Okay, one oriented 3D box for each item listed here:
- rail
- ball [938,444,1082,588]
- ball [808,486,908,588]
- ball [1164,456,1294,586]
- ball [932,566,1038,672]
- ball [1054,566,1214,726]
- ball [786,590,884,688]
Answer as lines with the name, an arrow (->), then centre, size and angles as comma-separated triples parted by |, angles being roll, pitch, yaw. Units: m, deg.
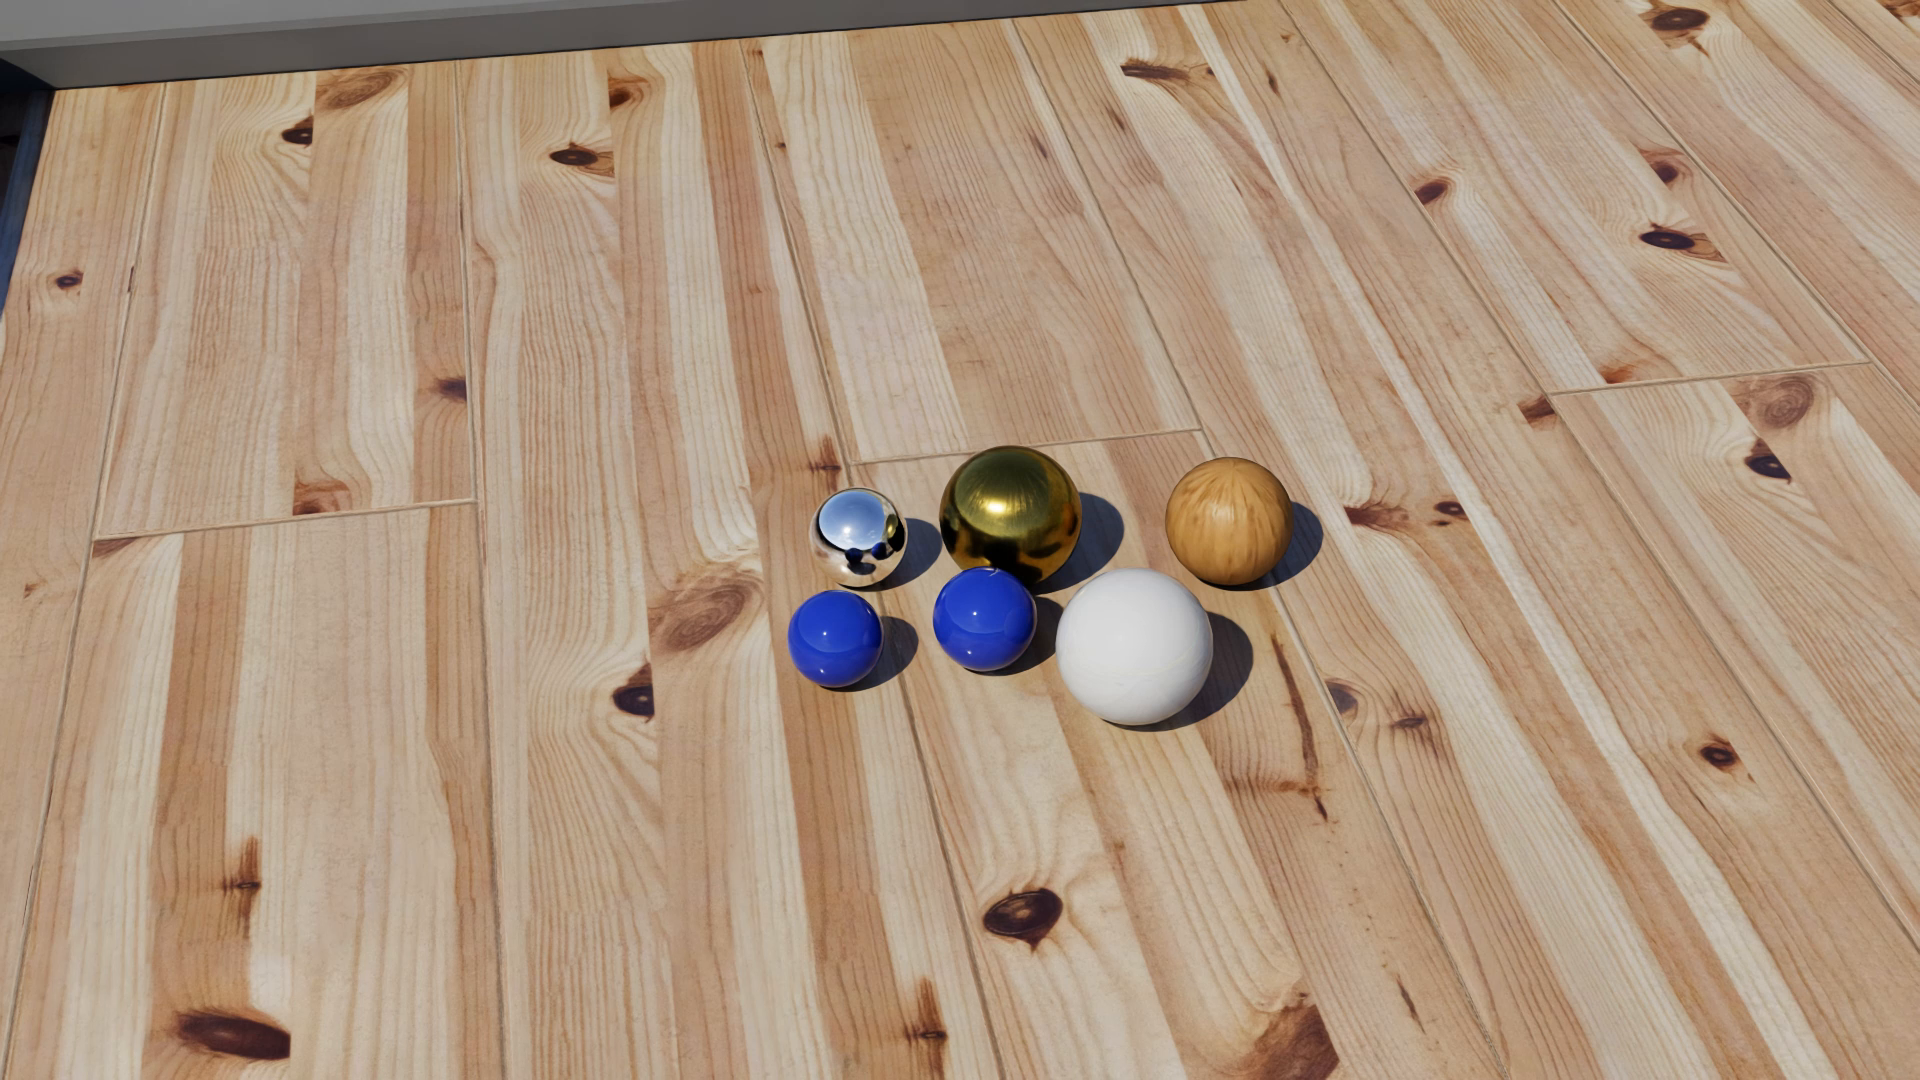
rail -> 0.576, -0.571, 2.363 | 2.933, 0.123, 0.045 | -6, 36, -8
ball -> 0.032, -0.014, 1.622 | 0.091, 0.091, 0.091 | 0, 36, 0
ball -> -0.065, -0.002, 1.628 | 0.064, 0.064, 0.064 | 0, 36, 0
ball -> 0.171, -0.012, 1.627 | 0.082, 0.082, 0.082 | 0, 36, 0
ball -> 0.015, 0.048, 1.559 | 0.064, 0.064, 0.064 | 0, 36, 0
ball -> 0.103, 0.063, 1.513 | 0.094, 0.094, 0.094 | 0, 36, 0
ball -> -0.075, 0.060, 1.547 | 0.059, 0.059, 0.059 | 0, 36, 0
